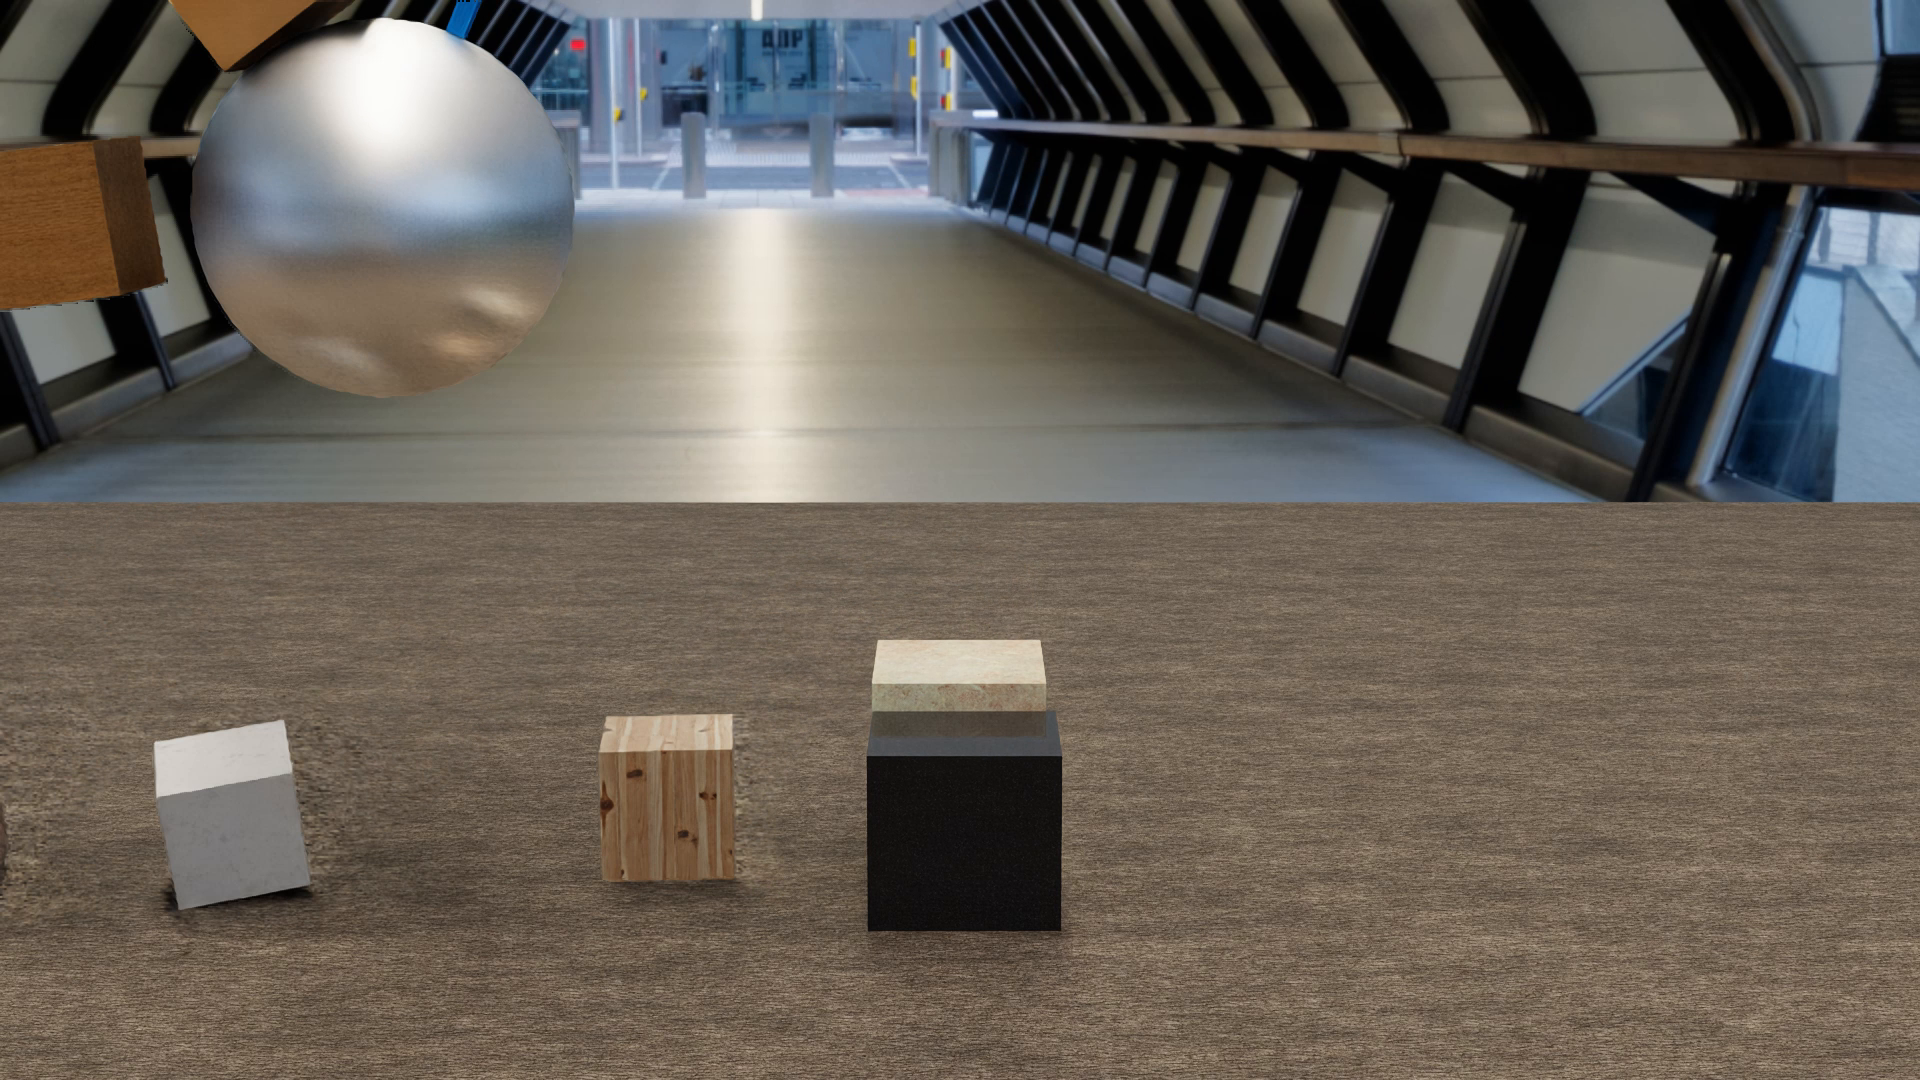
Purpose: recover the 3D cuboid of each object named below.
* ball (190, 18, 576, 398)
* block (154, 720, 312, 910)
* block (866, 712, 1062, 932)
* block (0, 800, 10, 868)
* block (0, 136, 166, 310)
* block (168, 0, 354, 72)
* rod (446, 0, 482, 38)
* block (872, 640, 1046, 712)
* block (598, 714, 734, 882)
[{"bbox_3d":[-2.446,-1.408,10.924,1.600,1.600,1.600,0,10,0],"label":"ball"},{"bbox_3d":[-3.147,1.181,11.098,0.553,0.544,0.538,-10,24,-15],"label":"block"},{"bbox_3d":[0.018,1.187,10.947,0.802,0.749,0.754,0,10,0],"label":"block"},{"bbox_3d":[-4.536,1.138,10.999,0.657,0.747,0.759,-8,13,-11],"label":"block"},{"bbox_3d":[-3.807,-1.351,10.898,0.574,0.639,0.606,-7,11,2],"label":"block"},{"bbox_3d":[-2.929,-2.465,10.695,0.711,0.717,0.701,-36,10,6],"label":"block"},{"bbox_3d":[-1.060,-4.462,10.369,0.080,5.200,0.080,24,9,-4],"label":"rod"},{"bbox_3d":[-0.004,0.979,11.751,0.765,0.870,0.874,0,10,0],"label":"block"},{"bbox_3d":[-1.312,1.154,11.574,0.580,0.588,0.627,-1,10,-5],"label":"block"}]
